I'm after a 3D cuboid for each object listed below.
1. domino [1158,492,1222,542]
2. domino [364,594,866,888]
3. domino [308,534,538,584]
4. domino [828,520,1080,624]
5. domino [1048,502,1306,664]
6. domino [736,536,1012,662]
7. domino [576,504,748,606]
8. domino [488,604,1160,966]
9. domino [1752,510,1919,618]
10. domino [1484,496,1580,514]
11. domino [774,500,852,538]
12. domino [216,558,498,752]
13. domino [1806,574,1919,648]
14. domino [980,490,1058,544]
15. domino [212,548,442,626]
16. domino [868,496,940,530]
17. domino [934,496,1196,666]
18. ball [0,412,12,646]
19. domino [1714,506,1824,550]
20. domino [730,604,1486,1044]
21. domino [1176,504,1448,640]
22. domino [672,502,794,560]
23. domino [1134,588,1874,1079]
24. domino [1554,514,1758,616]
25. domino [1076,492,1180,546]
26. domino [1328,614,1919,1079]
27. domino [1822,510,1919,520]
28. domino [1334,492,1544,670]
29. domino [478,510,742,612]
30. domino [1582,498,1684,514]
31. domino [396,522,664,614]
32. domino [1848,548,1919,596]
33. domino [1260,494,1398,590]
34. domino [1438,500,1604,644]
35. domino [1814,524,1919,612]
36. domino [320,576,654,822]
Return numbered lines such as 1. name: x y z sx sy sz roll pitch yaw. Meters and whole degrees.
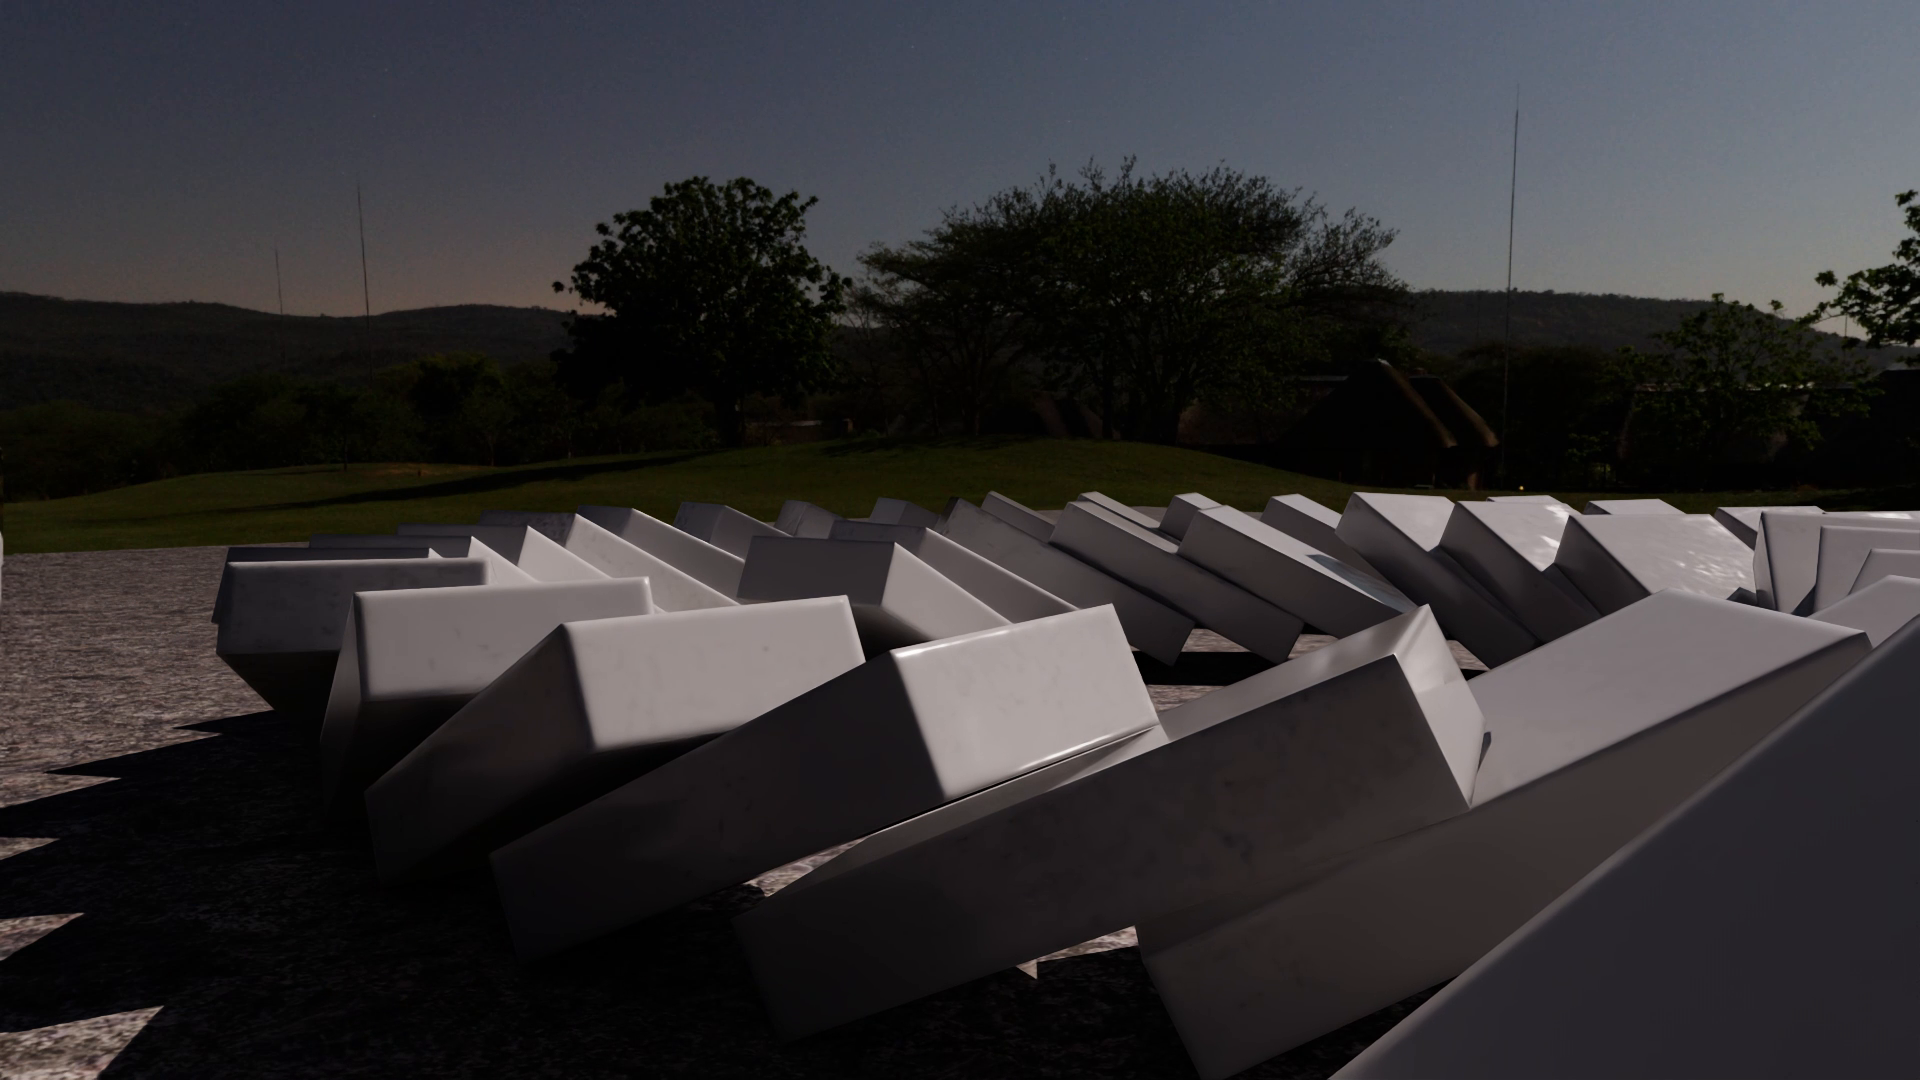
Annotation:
1. domino: 0.077 0.004 0.321 0.050 0.009 0.025 28 14 19
2. domino: -0.032 0.019 0.115 0.025 0.010 0.050 -4 -20 -42
3. domino: -0.075 0.013 0.200 0.025 0.009 0.050 1 -21 11
4. domino: 0.002 0.011 0.226 0.050 0.009 0.025 28 -15 -38
5. domino: 0.044 0.008 0.255 0.050 0.009 0.025 28 9 13
6. domino: -0.009 0.013 0.201 0.025 0.010 0.050 2 -19 30
7. domino: -0.055 0.007 0.272 0.050 0.010 0.025 29 -15 -37
8. domino: -0.012 0.020 0.100 0.050 0.009 0.025 -29 -14 37
9. domino: 0.122 0.014 0.170 0.025 0.010 0.050 5 33 25
10. domino: 0.145 0.006 0.291 0.025 0.009 0.050 -3 30 -34
11. domino: -0.018 0.005 0.304 0.050 0.010 0.025 24 -5 -19
12. domino: -0.066 0.016 0.152 0.025 0.010 0.050 -1 -22 -14
13. domino: 0.060 0.020 0.098 0.050 0.010 0.025 -27 6 -1
14. domino: 0.028 0.003 0.324 0.050 0.010 0.025 26 5 2
15. domino: -0.075 0.014 0.176 0.025 0.010 0.050 0 -21 4
16. domino: 0.004 0.004 0.313 0.050 0.010 0.025 25 -4 -19
17. domino: 0.019 0.007 0.250 0.050 0.010 0.025 28 0 -5
18. ball: -0.080 -0.001 0.041 0.080 0.080 0.080 0 4 0
19. domino: 0.174 0.009 0.251 0.025 0.010 0.050 -1 29 -13
20. domino: 0.011 0.020 0.093 0.050 0.010 0.025 -27 -7 23
21. domino: 0.069 0.009 0.248 0.050 0.009 0.025 29 15 20
22. domino: -0.038 0.006 0.288 0.050 0.010 0.025 27 -11 -31
23. domino: 0.037 0.020 0.095 0.050 0.009 0.025 -26 2 5
24. domino: 0.116 0.013 0.196 0.025 0.010 0.050 0 31 -6
25. domino: 0.053 0.003 0.326 0.050 0.010 0.025 27 10 12
26. domino: 0.021 0.020 0.034 0.050 0.009 0.025 -42 0 7
27. domino: 0.181 0.011 0.228 0.025 0.010 0.050 -1 29 -12
28. domino: 0.096 0.008 0.241 0.025 0.010 0.050 1 31 -27
29. domino: -0.067 0.009 0.248 0.025 0.010 0.050 3 -21 32
30. domino: 0.159 0.007 0.272 0.025 0.009 0.050 -2 30 -28
31. domino: -0.072 0.011 0.224 0.025 0.009 0.050 1 -21 19
32. domino: 0.099 0.018 0.127 0.025 0.010 0.050 5 32 47
33. domino: 0.100 0.004 0.314 0.050 0.010 0.025 30 18 24
34. domino: 0.108 0.010 0.221 0.025 0.010 0.050 1 31 -18
35. domino: 0.113 0.016 0.149 0.025 0.009 0.050 5 33 34
36. domino: -0.050 0.018 0.132 0.025 0.010 0.050 -3 -21 -31
